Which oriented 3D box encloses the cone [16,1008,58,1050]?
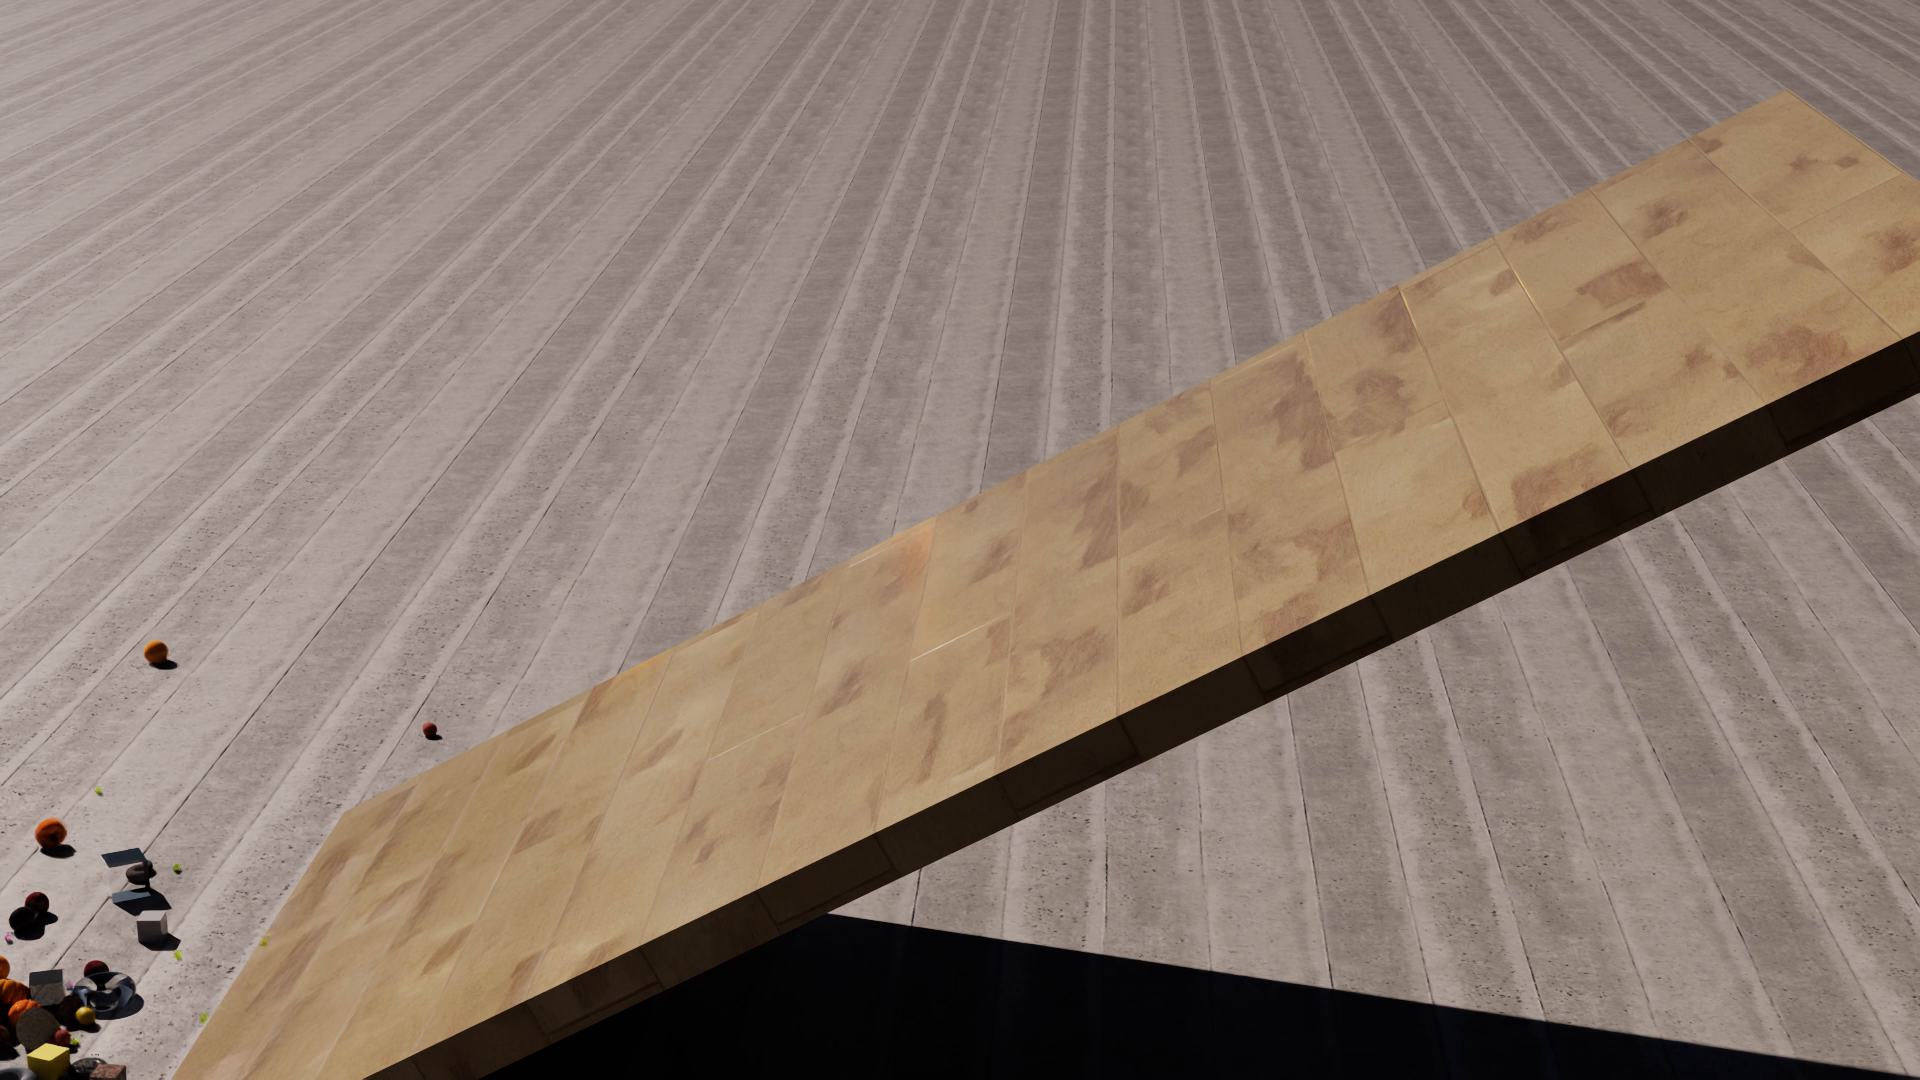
[{"bbox_3d":[-2.077,1.097,6.561,0.096,0.096,0.096,-16,-3,-41],"label":"cone"}]

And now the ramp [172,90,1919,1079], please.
[{"bbox_3d":[0.141,0.167,6.282,4.000,0.100,2.000,-26,14,11],"label":"ramp"}]

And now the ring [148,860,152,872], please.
[{"bbox_3d":[-2.081,0.829,7.443,0.075,0.025,0.075,-1,17,0],"label":"ring"}]

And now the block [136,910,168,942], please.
[{"bbox_3d":[-1.941,0.929,7.070,0.057,0.057,0.057,0,17,-1],"label":"block"}]

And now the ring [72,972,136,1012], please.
[{"bbox_3d":[-1.964,1.036,6.747,0.145,0.048,0.145,1,18,0],"label":"ring"}]

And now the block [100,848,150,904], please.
[{"bbox_3d":[-2.074,0.833,7.313,0.094,0.094,0.094,-9,20,-27],"label":"block"}]

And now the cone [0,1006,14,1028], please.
[{"bbox_3d":[-2.180,1.050,6.609,0.086,0.086,0.086,-9,7,1],"label":"cone"}]

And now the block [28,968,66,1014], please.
[{"bbox_3d":[-2.084,1.032,6.717,0.073,0.073,0.073,-5,18,-15],"label":"block"}]

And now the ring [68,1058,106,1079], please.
[{"bbox_3d":[-1.896,1.154,6.401,0.086,0.029,0.086,2,18,-1],"label":"ring"}]

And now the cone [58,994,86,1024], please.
[{"bbox_3d":[-2.030,1.069,6.670,0.065,0.065,0.065,-21,1,40],"label":"cone"}]

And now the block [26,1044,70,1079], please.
[{"bbox_3d":[-1.978,1.140,6.389,0.063,0.063,0.063,7,19,22],"label":"block"}]

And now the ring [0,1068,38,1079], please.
[{"bbox_3d":[-2.043,1.172,6.329,0.118,0.039,0.118,1,16,0],"label":"ring"}]

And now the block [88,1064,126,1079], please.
[{"bbox_3d":[-1.828,1.166,6.313,0.059,0.059,0.059,2,18,6],"label":"block"}]
